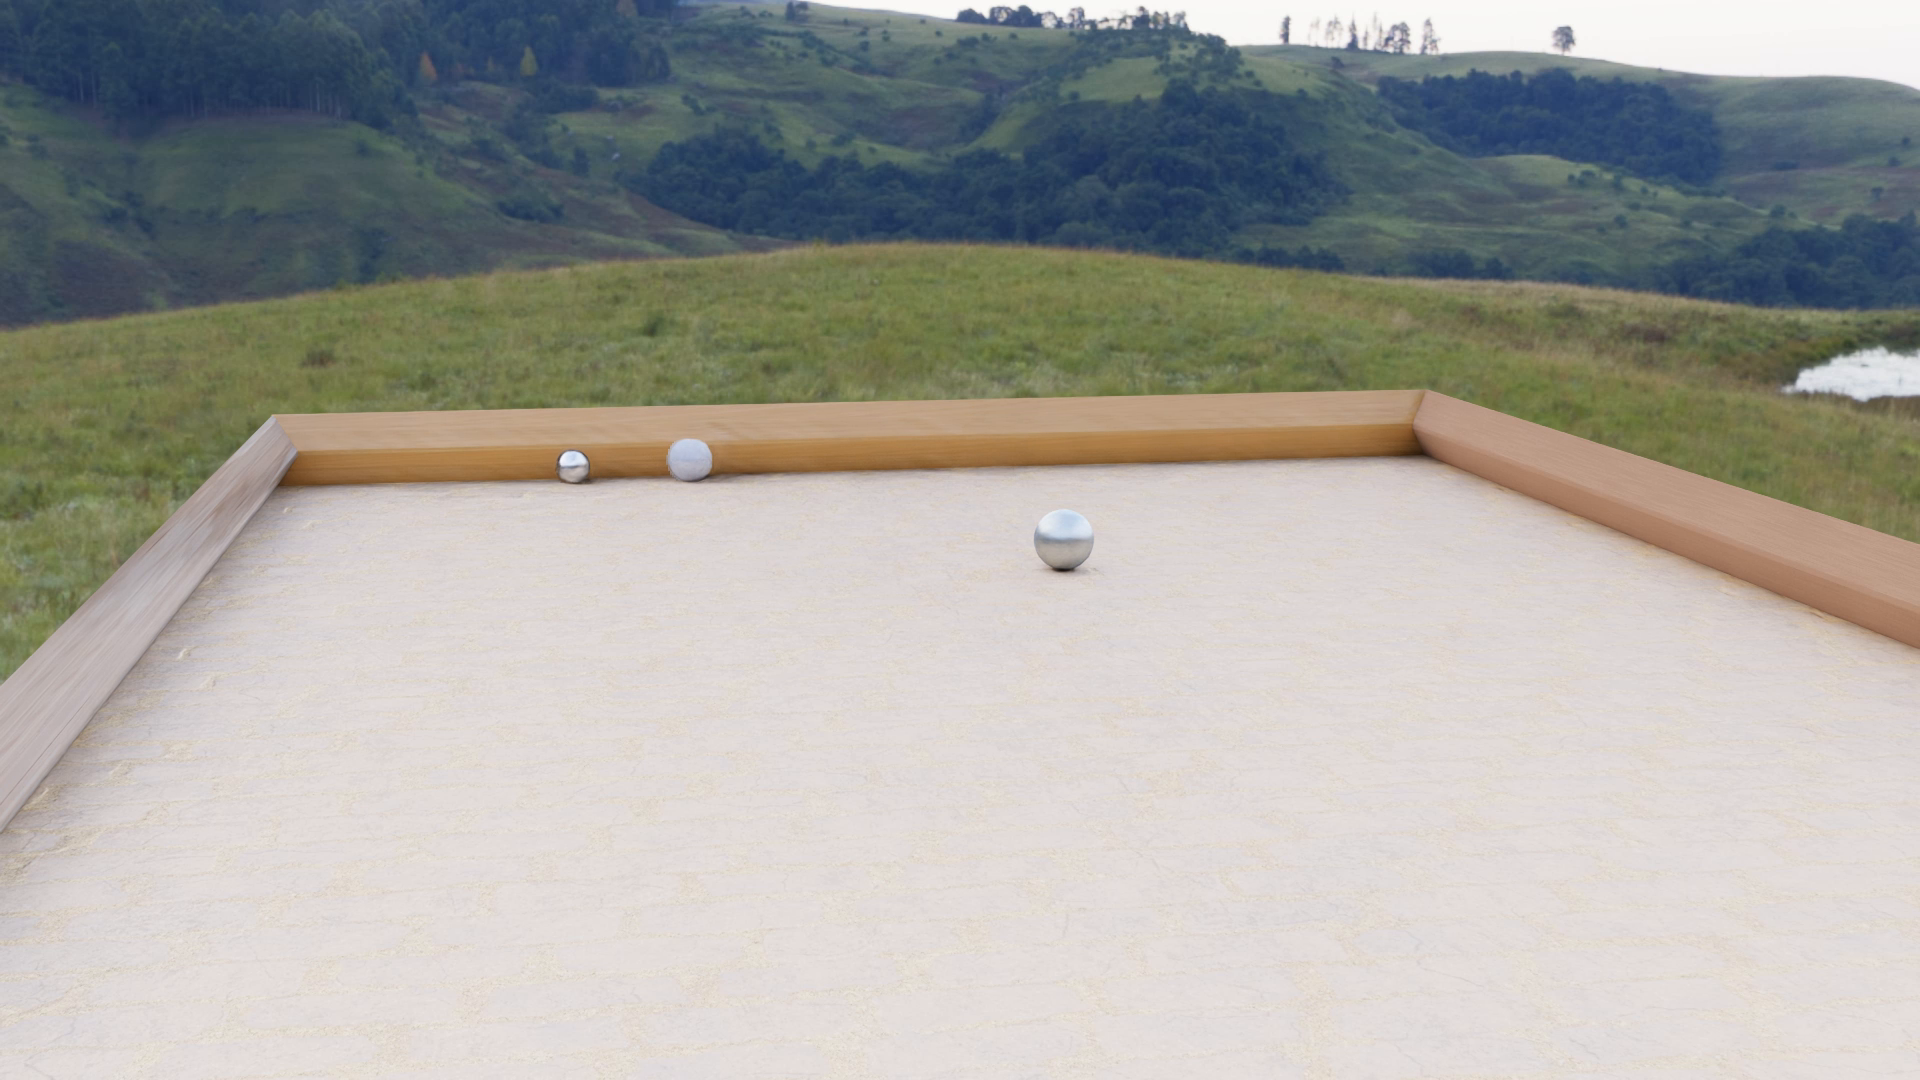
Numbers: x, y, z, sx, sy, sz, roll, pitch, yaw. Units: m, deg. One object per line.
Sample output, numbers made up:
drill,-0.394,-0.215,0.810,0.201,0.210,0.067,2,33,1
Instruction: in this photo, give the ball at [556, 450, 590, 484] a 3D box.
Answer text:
ball,-0.682,-0.129,3.874,0.060,0.060,0.060,0,11,0

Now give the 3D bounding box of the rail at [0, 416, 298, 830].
rail,-0.867,0.174,2.112,0.045,0.124,3.581,-2,11,-10

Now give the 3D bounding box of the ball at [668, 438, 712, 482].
ball,-0.476,-0.141,3.890,0.077,0.077,0.077,0,11,0

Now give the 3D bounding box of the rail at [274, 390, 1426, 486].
rail,-0.150,-0.187,3.997,2.121,0.124,0.045,-2,11,-10

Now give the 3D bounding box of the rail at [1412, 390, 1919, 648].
rail,1.175,0.107,2.462,0.045,0.124,3.581,-2,11,-10

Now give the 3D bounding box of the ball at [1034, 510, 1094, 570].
ball,0.148,0.000,3.130,0.086,0.086,0.086,0,11,0
